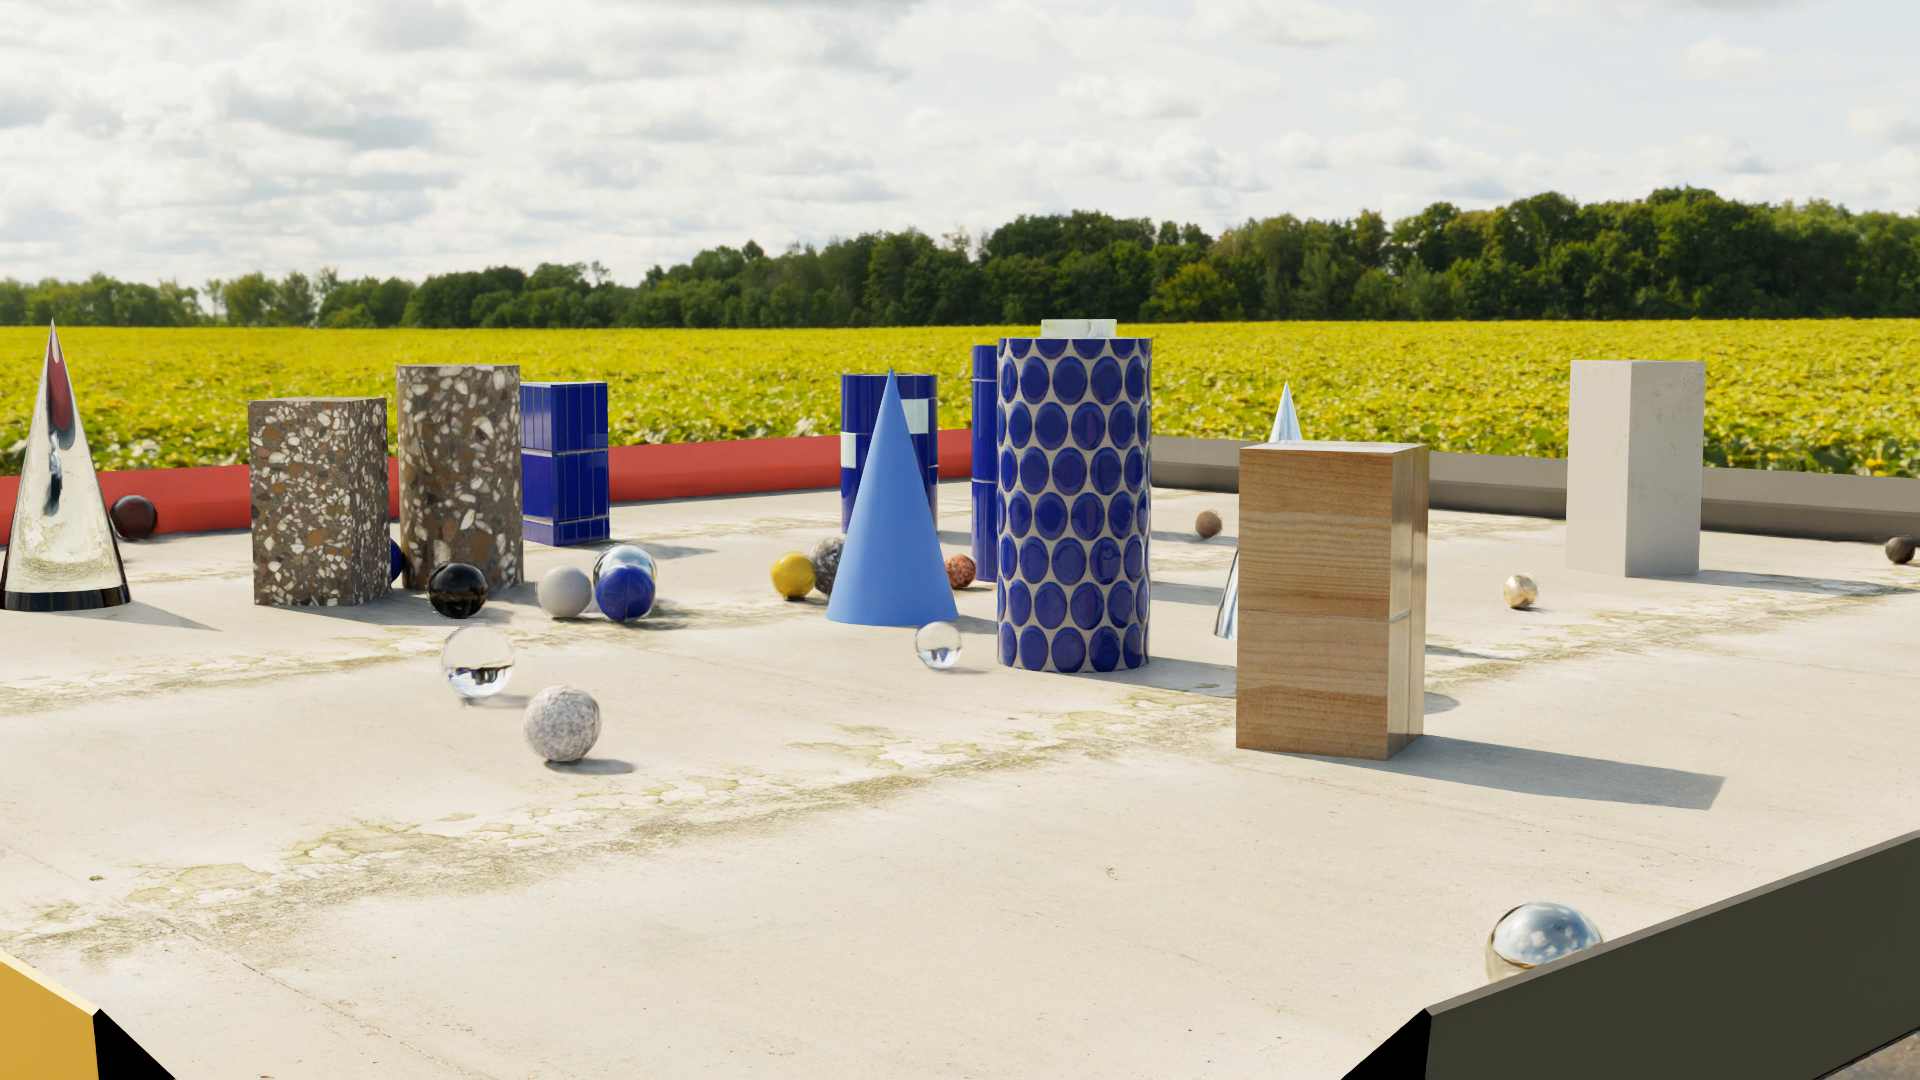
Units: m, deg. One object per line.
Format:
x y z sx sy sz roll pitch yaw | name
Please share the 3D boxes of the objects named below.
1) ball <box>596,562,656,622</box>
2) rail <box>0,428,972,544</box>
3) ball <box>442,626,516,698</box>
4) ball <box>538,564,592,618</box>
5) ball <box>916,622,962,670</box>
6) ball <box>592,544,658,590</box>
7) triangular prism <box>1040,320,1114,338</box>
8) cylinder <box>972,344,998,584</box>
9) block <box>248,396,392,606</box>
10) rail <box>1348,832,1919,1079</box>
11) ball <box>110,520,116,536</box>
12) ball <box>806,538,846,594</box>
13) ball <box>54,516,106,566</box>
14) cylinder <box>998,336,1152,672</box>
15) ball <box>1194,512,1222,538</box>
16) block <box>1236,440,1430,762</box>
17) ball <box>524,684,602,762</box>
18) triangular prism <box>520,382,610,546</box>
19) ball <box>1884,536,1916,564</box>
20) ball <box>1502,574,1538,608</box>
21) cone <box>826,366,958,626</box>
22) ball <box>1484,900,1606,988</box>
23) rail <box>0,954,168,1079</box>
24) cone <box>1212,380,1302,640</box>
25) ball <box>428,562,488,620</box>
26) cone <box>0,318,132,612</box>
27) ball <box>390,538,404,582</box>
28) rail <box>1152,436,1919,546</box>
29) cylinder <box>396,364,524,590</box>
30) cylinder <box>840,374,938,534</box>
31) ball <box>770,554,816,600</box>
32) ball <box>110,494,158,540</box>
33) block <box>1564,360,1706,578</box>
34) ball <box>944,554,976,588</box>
-0.476 0.075 3.133 0.086 0.086 0.086 0 6 0 | ball
-1.248 -0.108 4.677 3.751 0.126 0.045 -5 8 -42 | rail
-0.554 0.140 2.530 0.082 0.082 0.082 0 6 0 | ball
-0.572 0.074 3.182 0.078 0.078 0.078 0 6 0 | ball
-0.026 0.131 2.731 0.059 0.059 0.059 0 6 0 | ball
-0.496 0.056 3.262 0.097 0.097 0.097 0 6 0 | ball
0.273 -0.232 4.437 0.169 0.424 0.146 4 7 35 | triangular prism
0.116 -0.130 3.649 0.195 0.386 0.195 0 6 0 | cylinder
-0.981 -0.062 3.379 0.156 0.308 0.156 1 6 7 | block
1.248 0.174 1.987 3.751 0.126 0.045 -5 8 -42 | rail
-1.553 -0.009 3.928 0.088 0.088 0.088 0 6 0 | ball
-0.199 0.041 3.442 0.090 0.090 0.090 0 6 0 | ball
-1.538 0.001 3.843 0.085 0.085 0.085 0 6 0 | ball
0.144 -0.050 2.778 0.195 0.409 0.195 0 6 0 | cylinder
0.485 -0.030 4.303 0.052 0.052 0.052 0 6 0 | ball
0.384 0.056 2.262 0.156 0.306 0.156 3 7 25 | block
-0.392 0.181 2.173 0.077 0.077 0.077 0 6 0 | ball
-0.745 -0.150 4.234 0.146 0.305 0.169 -4 7 -33 | triangular prism
1.648 0.018 3.855 0.049 0.049 0.049 0 6 0 | ball
0.837 0.077 3.286 0.051 0.051 0.051 0 6 0 | ball
-0.099 -0.070 3.182 0.195 0.365 0.195 0 6 0 | cone
0.368 0.264 1.378 0.076 0.076 0.076 0 6 0 | ball
-1.361 0.164 2.083 0.045 0.126 3.728 -5 8 -42 | rail
0.445 -0.045 3.012 0.195 0.350 0.195 0 6 0 | cone
-0.724 0.072 3.172 0.083 0.083 0.083 0 6 0 | ball
-1.362 -0.119 3.324 0.195 0.433 0.195 0 6 0 | cone
-0.935 0.033 3.508 0.091 0.091 0.091 0 6 0 | ball
1.361 -0.098 4.581 0.045 0.126 3.728 -5 8 -42 | rail
-0.809 -0.105 3.561 0.195 0.355 0.195 0 6 0 | cylinder
-0.141 -0.173 4.399 0.195 0.315 0.195 0 6 0 | cylinder
-0.256 0.056 3.388 0.071 0.071 0.071 0 6 0 | ball
-1.600 -0.044 4.257 0.088 0.088 0.088 0 6 0 | ball
1.149 -0.126 3.748 0.156 0.358 0.156 -3 6 -23 | block
-0.003 0.050 3.521 0.056 0.056 0.056 0 6 0 | ball
